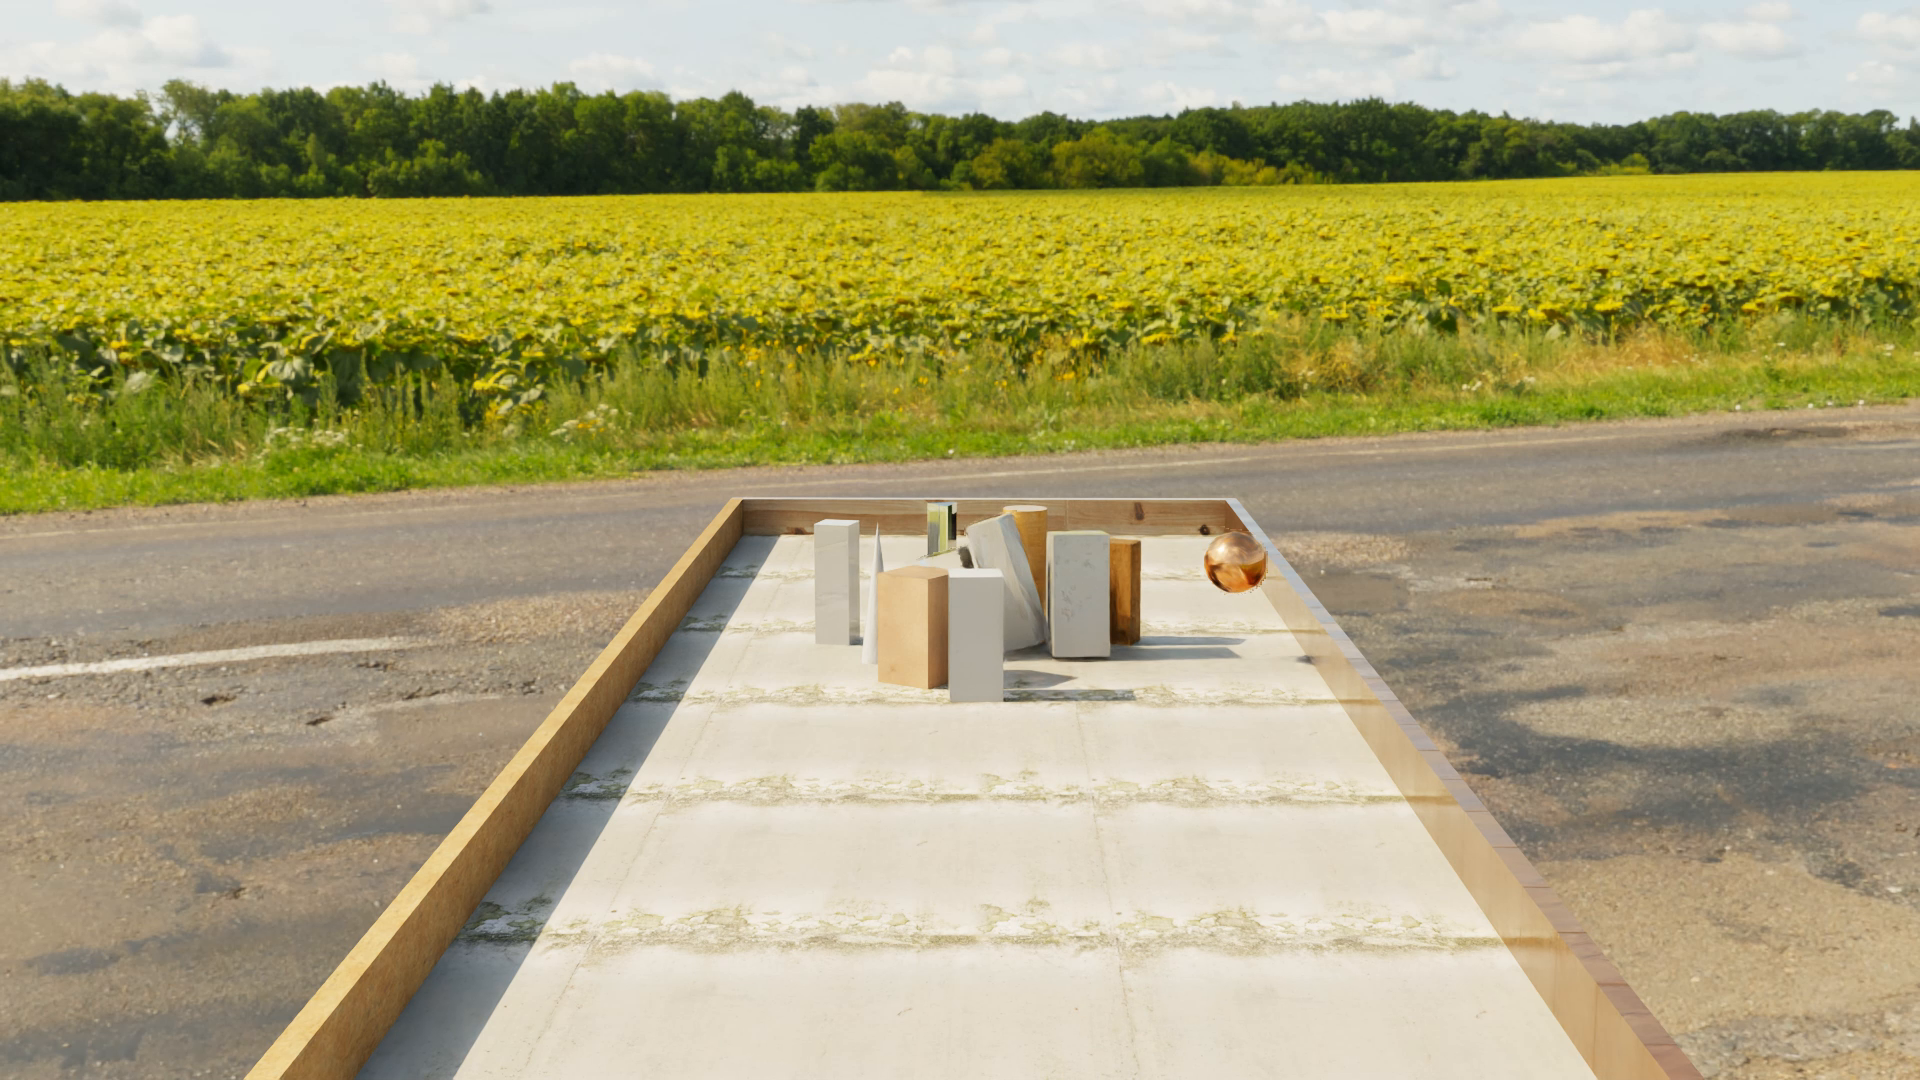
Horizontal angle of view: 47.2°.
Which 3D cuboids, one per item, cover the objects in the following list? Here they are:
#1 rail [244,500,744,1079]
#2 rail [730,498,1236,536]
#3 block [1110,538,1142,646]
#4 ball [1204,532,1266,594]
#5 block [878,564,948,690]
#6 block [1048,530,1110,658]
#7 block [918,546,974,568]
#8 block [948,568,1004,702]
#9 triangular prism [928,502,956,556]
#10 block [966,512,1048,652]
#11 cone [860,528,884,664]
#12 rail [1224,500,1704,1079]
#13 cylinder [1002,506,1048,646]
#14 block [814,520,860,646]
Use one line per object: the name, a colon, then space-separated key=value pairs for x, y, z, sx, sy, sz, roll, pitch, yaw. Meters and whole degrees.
rail: x=-1.004 y=0.839 z=3.234 sx=0.050 sy=0.150 sz=12.000 roll=0 pitch=9 yaw=1
rail: x=0.099 y=-0.098 z=9.147 sx=2.100 sy=0.150 sz=0.050 roll=0 pitch=9 yaw=1
block: x=0.507 y=0.163 z=6.950 sx=0.102 sy=0.322 sz=0.102 roll=4 pitch=10 yaw=23
ball: x=0.832 y=0.068 z=6.641 sx=0.187 sy=0.187 sz=0.187 roll=0 pitch=9 yaw=0
block: x=-0.114 y=0.251 z=6.401 sx=0.179 sy=0.321 sz=0.179 roll=6 pitch=11 yaw=34
block: x=0.362 y=0.164 z=6.742 sx=0.171 sy=0.372 sz=0.171 roll=-1 pitch=4 yaw=-4
block: x=-0.009 y=0.189 z=6.741 sx=0.127 sy=0.309 sz=0.127 roll=-16 pitch=1 yaw=20
block: x=0.043 y=0.267 z=6.194 sx=0.149 sy=0.355 sz=0.149 roll=0 pitch=9 yaw=-2
triangular prism: x=-0.042 y=0.102 z=6.962 sx=0.080 sy=0.440 sz=0.093 roll=-8 pitch=12 yaw=-41
block: x=0.151 y=0.131 z=6.823 sx=0.114 sy=0.405 sz=0.114 roll=-16 pitch=4 yaw=27
cone: x=-0.248 y=0.157 z=6.653 sx=0.107 sy=0.428 sz=0.107 roll=0 pitch=9 yaw=0
rail: x=1.046 y=0.843 z=3.208 sx=0.050 sy=0.150 sz=12.000 roll=0 pitch=9 yaw=1
cylinder: x=0.205 y=0.111 z=6.948 sx=0.139 sy=0.426 sz=0.139 roll=0 pitch=9 yaw=0
block: x=-0.388 y=0.133 z=6.951 sx=0.112 sy=0.381 sz=0.112 roll=2 pitch=9 yaw=15
